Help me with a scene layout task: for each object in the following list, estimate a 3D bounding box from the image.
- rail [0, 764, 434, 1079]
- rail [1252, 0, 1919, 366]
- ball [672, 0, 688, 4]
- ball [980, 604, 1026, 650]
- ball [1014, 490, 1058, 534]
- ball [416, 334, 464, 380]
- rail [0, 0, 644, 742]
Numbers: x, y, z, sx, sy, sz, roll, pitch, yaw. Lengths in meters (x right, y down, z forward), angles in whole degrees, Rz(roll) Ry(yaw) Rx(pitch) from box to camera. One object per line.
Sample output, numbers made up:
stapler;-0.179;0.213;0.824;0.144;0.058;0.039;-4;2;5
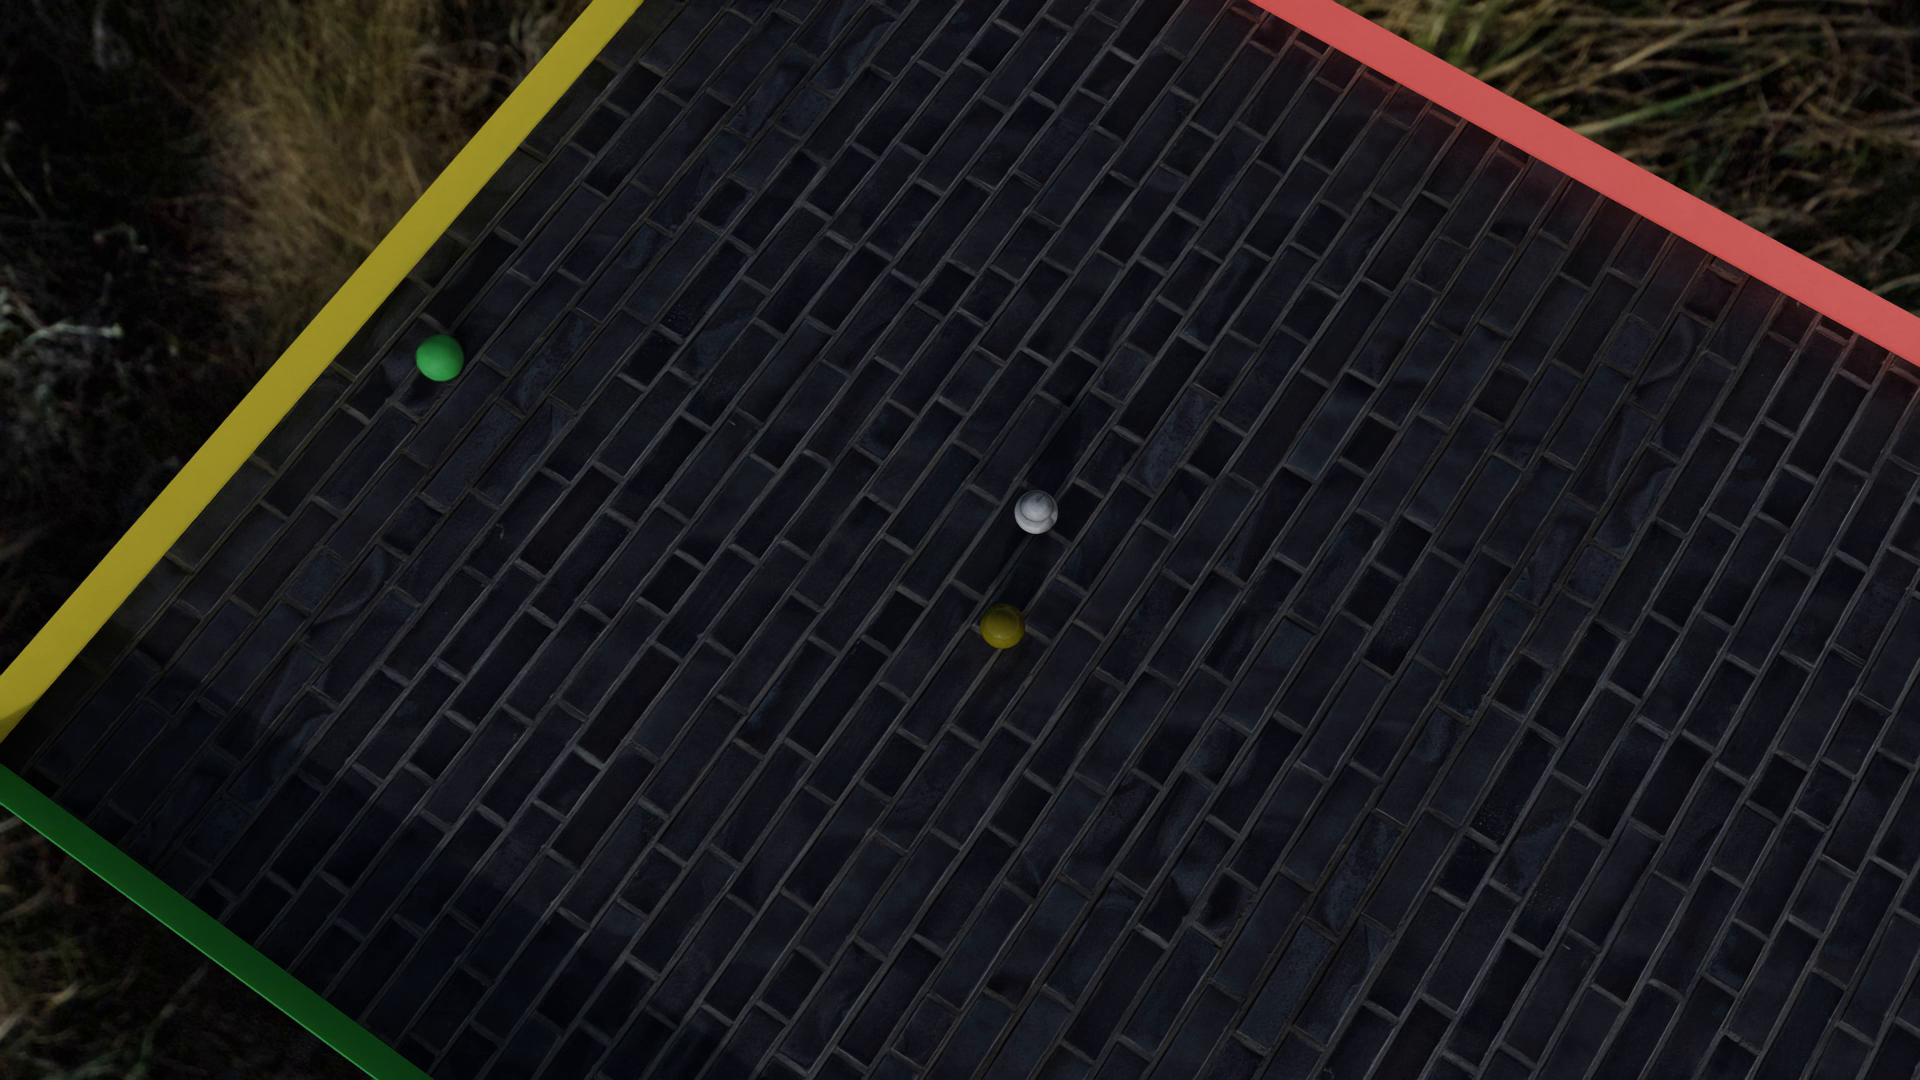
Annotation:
rail;0.248;1.426;2.895;4.268;0.101;0.045;32;72;12
rail;1.522;-0.333;3.597;4.268;0.101;0.045;32;72;12
ball;-0.495;-0.976;3.878;0.058;0.058;0.058;0;68;0
ball;0.067;0.134;3.428;0.071;0.071;0.071;0;68;0
ball;0.121;-0.044;3.500;0.070;0.070;0.070;0;68;0
ball;-0.850;-0.299;3.597;0.078;0.078;0.078;0;68;0
rail;-0.865;-0.548;3.683;0.045;0.101;2.330;32;72;12
